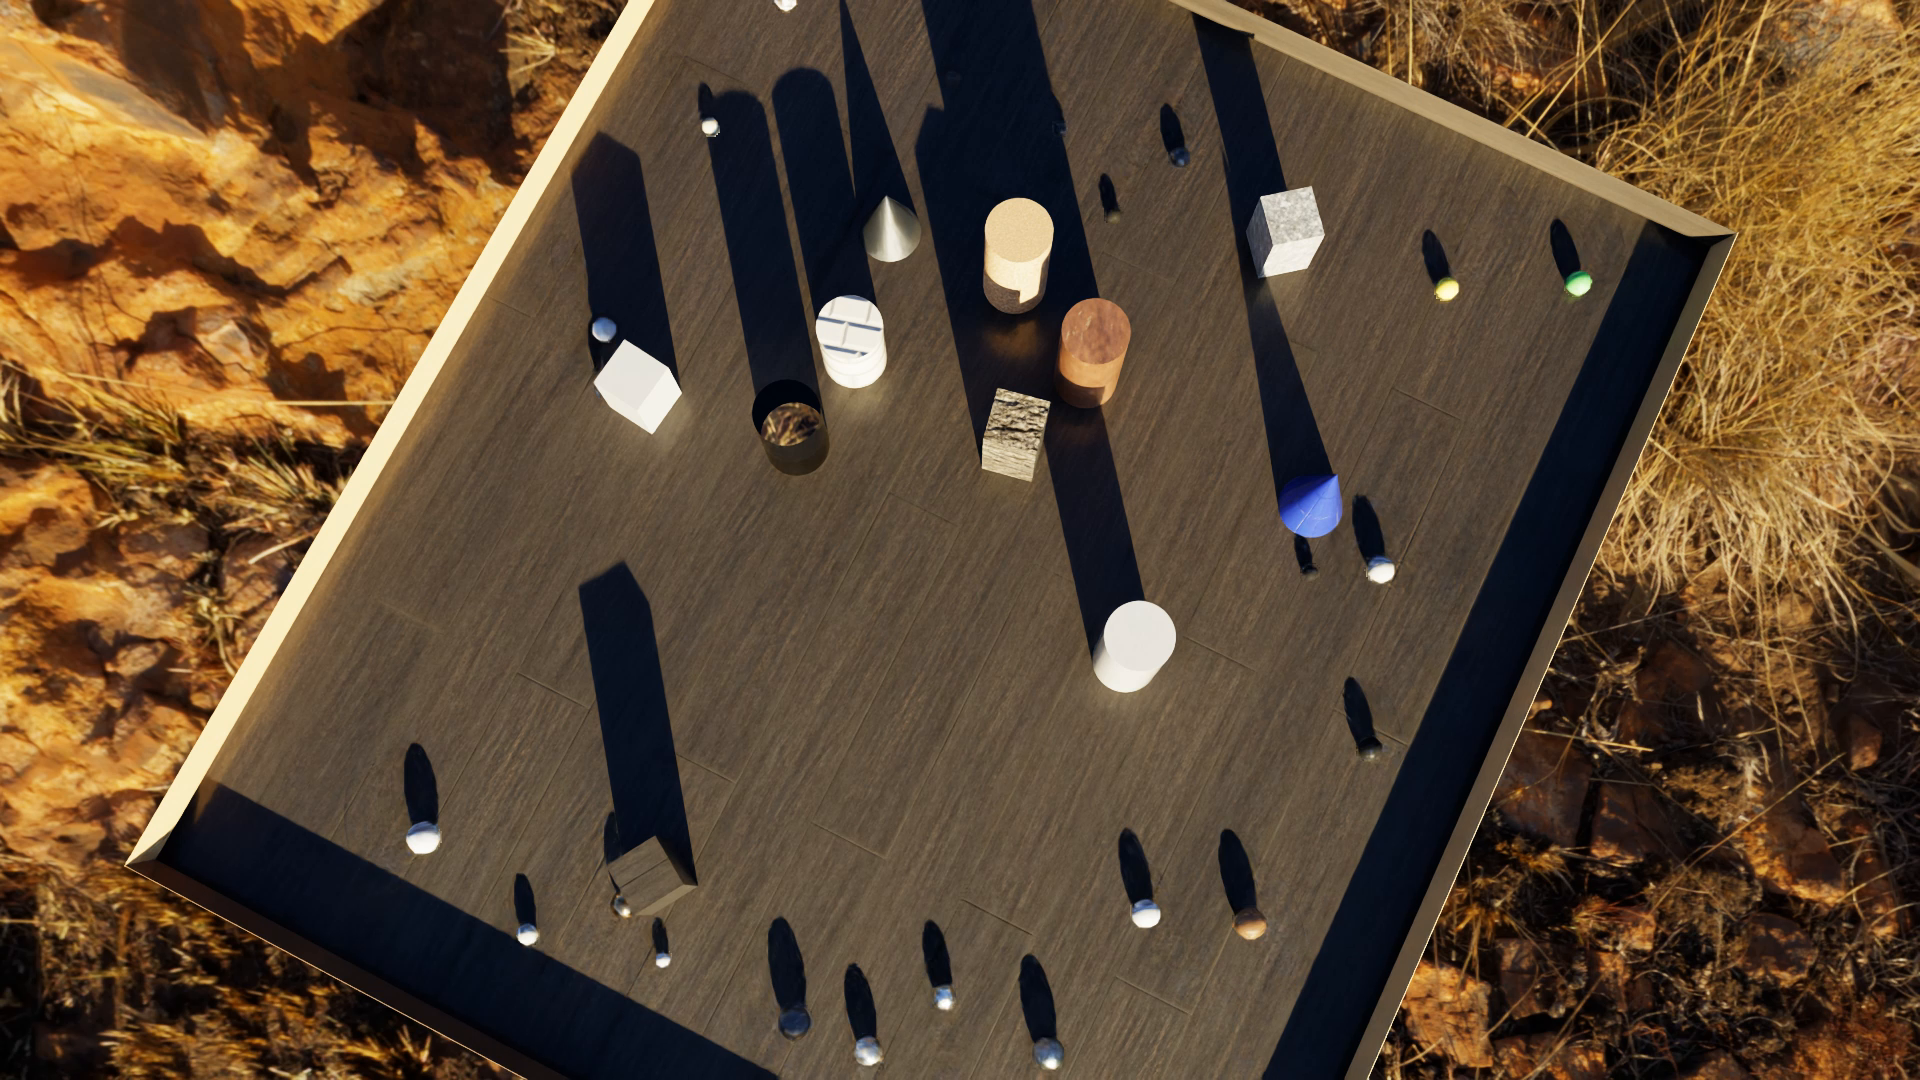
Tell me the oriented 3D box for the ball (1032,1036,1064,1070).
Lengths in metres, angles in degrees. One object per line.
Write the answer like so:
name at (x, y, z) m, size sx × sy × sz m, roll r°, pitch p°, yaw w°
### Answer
ball at (0.254, 1.474, 5.264) m, size 0.093 × 0.093 × 0.093 m, roll 0°, pitch 78°, yaw 0°

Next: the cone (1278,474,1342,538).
cone at (1.078, -0.147, 5.438) m, size 0.200 × 0.409 × 0.200 m, roll 0°, pitch 78°, yaw 0°

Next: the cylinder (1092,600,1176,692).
cylinder at (0.499, 0.314, 5.314) m, size 0.200 × 0.466 × 0.200 m, roll 0°, pitch 78°, yaw 0°

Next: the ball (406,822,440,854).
ball at (-1.578, 0.876, 5.387) m, size 0.095 × 0.095 × 0.095 m, roll 0°, pitch 78°, yaw 0°

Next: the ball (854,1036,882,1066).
ball at (-0.265, 1.469, 5.271) m, size 0.082 × 0.082 × 0.082 m, roll 0°, pitch 78°, yaw 0°

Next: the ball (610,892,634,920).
ball at (-0.977, 1.063, 5.346) m, size 0.084 × 0.084 × 0.084 m, roll 0°, pitch 78°, yaw 0°

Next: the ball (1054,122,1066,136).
ball at (0.321, -1.317, 5.867) m, size 0.043 × 0.043 × 0.043 m, roll 0°, pitch 78°, yaw 0°

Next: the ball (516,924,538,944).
ball at (-1.263, 1.151, 5.348) m, size 0.059 × 0.059 × 0.059 m, roll 0°, pitch 78°, yaw 0°

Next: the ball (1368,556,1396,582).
ball at (1.277, 0.088, 5.556) m, size 0.082 × 0.082 × 0.082 m, roll 0°, pitch 78°, yaw 0°

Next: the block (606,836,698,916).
block at (-0.883, 0.967, 5.269) m, size 0.160 × 0.288 × 0.160 m, roll -31°, pitch 80°, yaw -6°

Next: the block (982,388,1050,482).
block at (0.165, -0.312, 5.498) m, size 0.160 × 0.358 × 0.160 m, roll 15°, pitch 79°, yaw 3°

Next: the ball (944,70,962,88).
ball at (-0.022, -1.484, 5.895) m, size 0.056 × 0.056 × 0.056 m, roll 0°, pitch 78°, yaw 0°

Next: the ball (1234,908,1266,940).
ball at (0.846, 1.117, 5.338) m, size 0.092 × 0.092 × 0.092 m, roll 0°, pitch 78°, yaw 0°

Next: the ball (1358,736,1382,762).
ball at (1.219, 0.623, 5.450) m, size 0.074 × 0.074 × 0.074 m, roll 0°, pitch 78°, yaw 0°

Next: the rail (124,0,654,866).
rail at (-1.523, -0.739, 5.702) m, size 0.045 × 0.130 × 3.888 m, roll 26°, pitch 80°, yaw 5°

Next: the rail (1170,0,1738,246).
rail at (0.859, -1.675, 5.896) m, size 3.454 × 0.130 × 0.045 m, roll 26°, pitch 80°, yaw 5°

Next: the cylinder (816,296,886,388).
cylinder at (-0.328, -0.602, 5.588) m, size 0.200 × 0.300 × 0.200 m, roll 0°, pitch 78°, yaw 0°

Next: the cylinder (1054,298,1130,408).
cylinder at (0.391, -0.553, 5.495) m, size 0.200 × 0.463 × 0.200 m, roll 0°, pitch 78°, yaw 0°

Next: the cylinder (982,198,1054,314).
cylinder at (0.172, -0.855, 5.559) m, size 0.200 × 0.460 × 0.200 m, roll 0°, pitch 78°, yaw 0°

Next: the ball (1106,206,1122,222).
ball at (0.488, -1.031, 5.804) m, size 0.050 × 0.050 × 0.050 m, roll 0°, pitch 78°, yaw 0°

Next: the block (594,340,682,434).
block at (-0.978, -0.463, 5.575) m, size 0.160 × 0.270 × 0.160 m, roll 33°, pitch 80°, yaw 6°

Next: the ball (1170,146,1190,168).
ball at (0.701, -1.217, 5.834) m, size 0.067 × 0.067 × 0.067 m, roll 0°, pitch 78°, yaw 0°

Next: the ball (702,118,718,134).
ball at (-0.799, -1.324, 5.863) m, size 0.055 × 0.055 × 0.055 m, roll 0°, pitch 78°, yaw 0°

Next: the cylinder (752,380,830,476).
cylinder at (-0.504, -0.333, 5.497) m, size 0.200 × 0.369 × 0.200 m, roll 0°, pitch 78°, yaw 0°

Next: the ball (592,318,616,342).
ball at (-1.109, -0.656, 5.714) m, size 0.076 × 0.076 × 0.076 m, roll 0°, pitch 78°, yaw 0°

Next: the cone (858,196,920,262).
cone at (-0.223, -1.009, 5.671) m, size 0.200 × 0.302 × 0.200 m, roll 0°, pitch 78°, yaw 0°

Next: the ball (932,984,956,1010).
ball at (-0.046, 1.322, 5.305) m, size 0.073 × 0.073 × 0.073 m, roll 0°, pitch 78°, yaw 0°

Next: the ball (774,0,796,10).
ball at (-0.565, -1.754, 5.943) m, size 0.072 × 0.072 × 0.072 m, roll 0°, pitch 78°, yaw 0°

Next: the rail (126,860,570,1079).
rail at (-0.859, 1.689, 5.200) m, size 3.454 × 0.130 × 0.045 m, roll 26°, pitch 80°, yaw 5°

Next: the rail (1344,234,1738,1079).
rail at (1.523, 0.753, 5.394) m, size 0.045 × 0.130 × 3.888 m, roll 26°, pitch 80°, yaw 5°

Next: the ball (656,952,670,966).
ball at (-0.866, 1.223, 5.342) m, size 0.041 × 0.041 × 0.041 m, roll 0°, pitch 78°, yaw 0°

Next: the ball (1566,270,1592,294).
ball at (1.940, -0.806, 5.745) m, size 0.076 × 0.076 × 0.076 m, roll 0°, pitch 78°, yaw 0°

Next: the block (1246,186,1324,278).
block at (1.002, -0.948, 5.666) m, size 0.160 × 0.288 × 0.160 m, roll -12°, pitch 79°, yaw -2°

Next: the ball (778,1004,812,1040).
ball at (-0.476, 1.390, 5.278) m, size 0.100 × 0.100 × 0.100 m, roll 0°, pitch 78°, yaw 0°

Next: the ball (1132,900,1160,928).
ball at (0.542, 1.091, 5.348) m, size 0.083 × 0.083 × 0.083 m, roll 0°, pitch 78°, yaw 0°

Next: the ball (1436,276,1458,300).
ball at (1.527, -0.790, 5.744) m, size 0.070 × 0.070 × 0.070 m, roll 0°, pitch 78°, yaw 0°

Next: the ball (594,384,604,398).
ball at (-1.097, -0.469, 5.659) m, size 0.066 × 0.066 × 0.066 m, roll 0°, pitch 78°, yaw 0°

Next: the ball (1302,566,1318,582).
ball at (1.065, 0.101, 5.572) m, size 0.047 × 0.047 × 0.047 m, roll 0°, pitch 78°, yaw 0°
